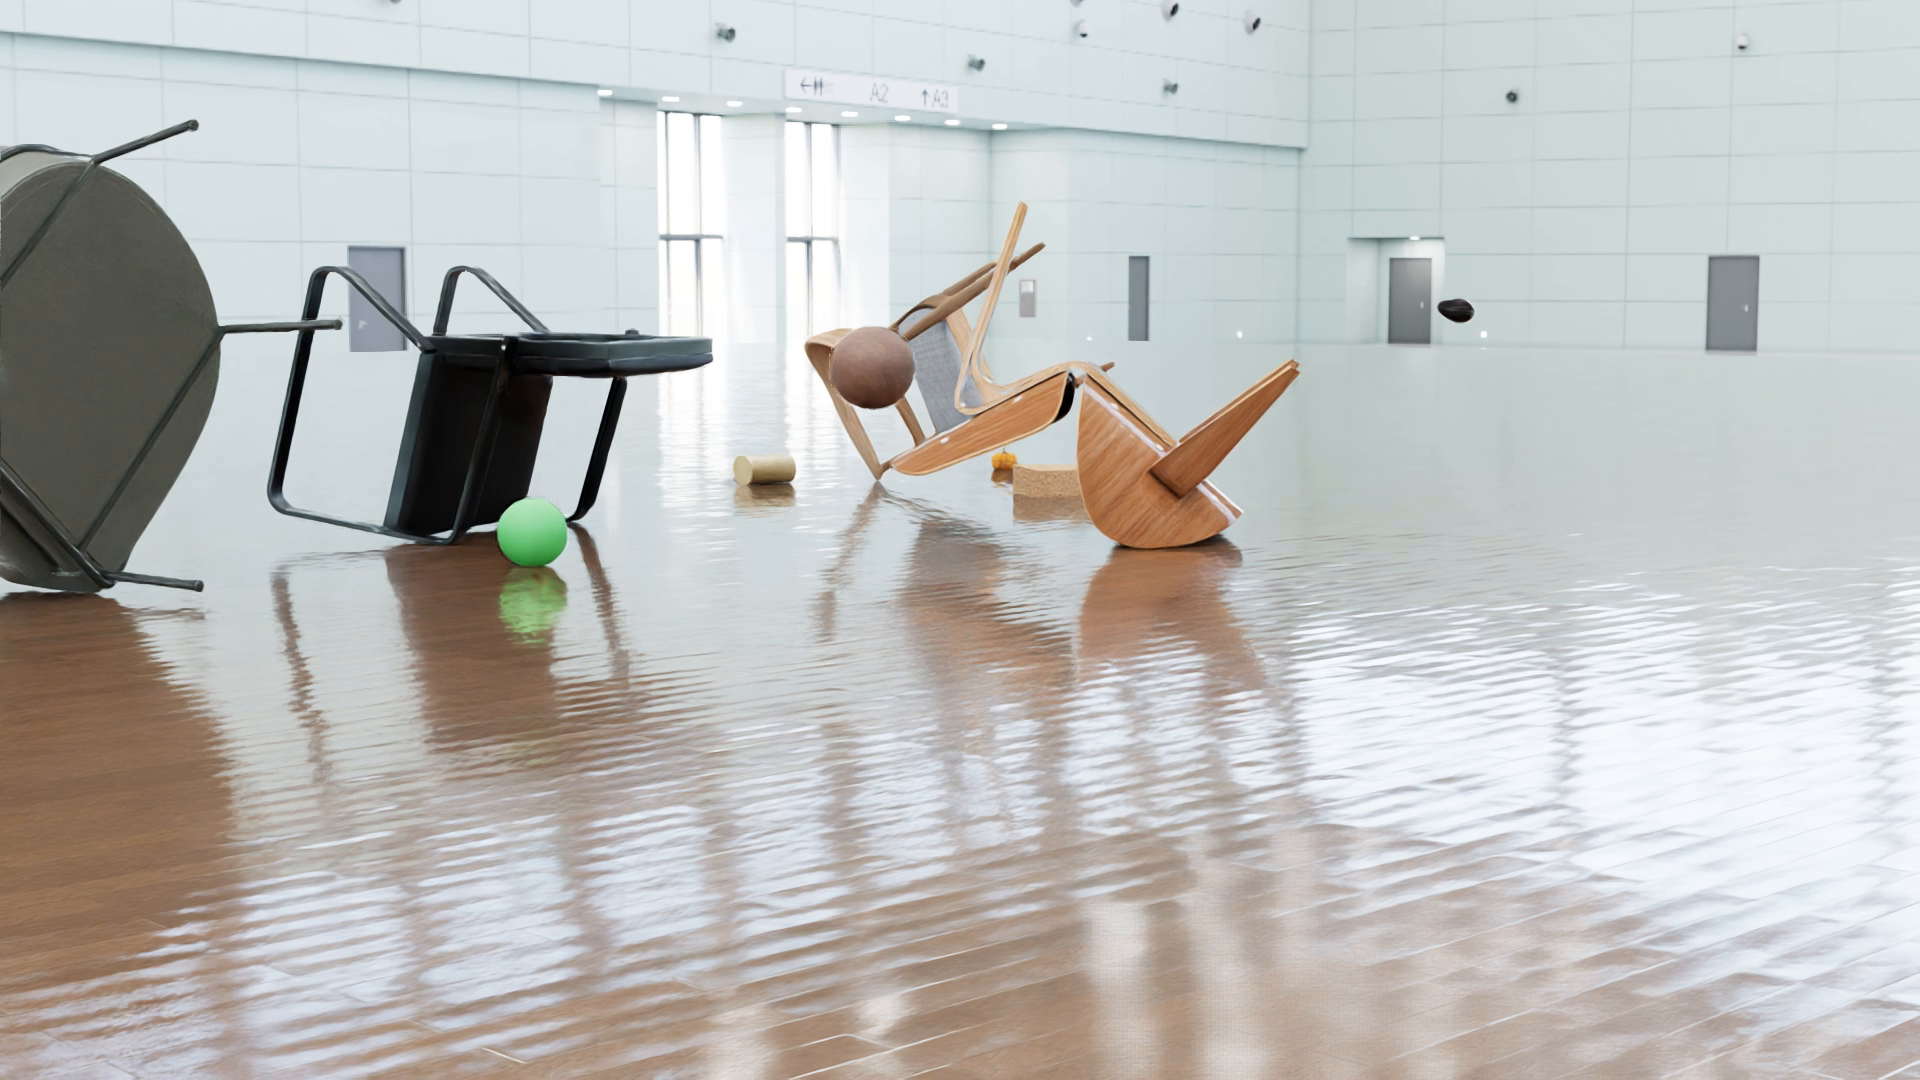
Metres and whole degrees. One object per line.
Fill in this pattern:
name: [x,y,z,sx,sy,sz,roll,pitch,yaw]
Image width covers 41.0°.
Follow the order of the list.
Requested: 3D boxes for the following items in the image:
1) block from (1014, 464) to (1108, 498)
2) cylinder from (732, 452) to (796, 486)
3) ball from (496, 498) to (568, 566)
block: [0.300,-0.178,7.728,0.220,0.084,0.229,-2,6,-16]
cylinder: [-0.620,-0.226,8.148,0.175,0.093,0.104,-5,25,-41]
ball: [-0.974,-0.017,5.848,0.160,0.160,0.160,0,6,0]
